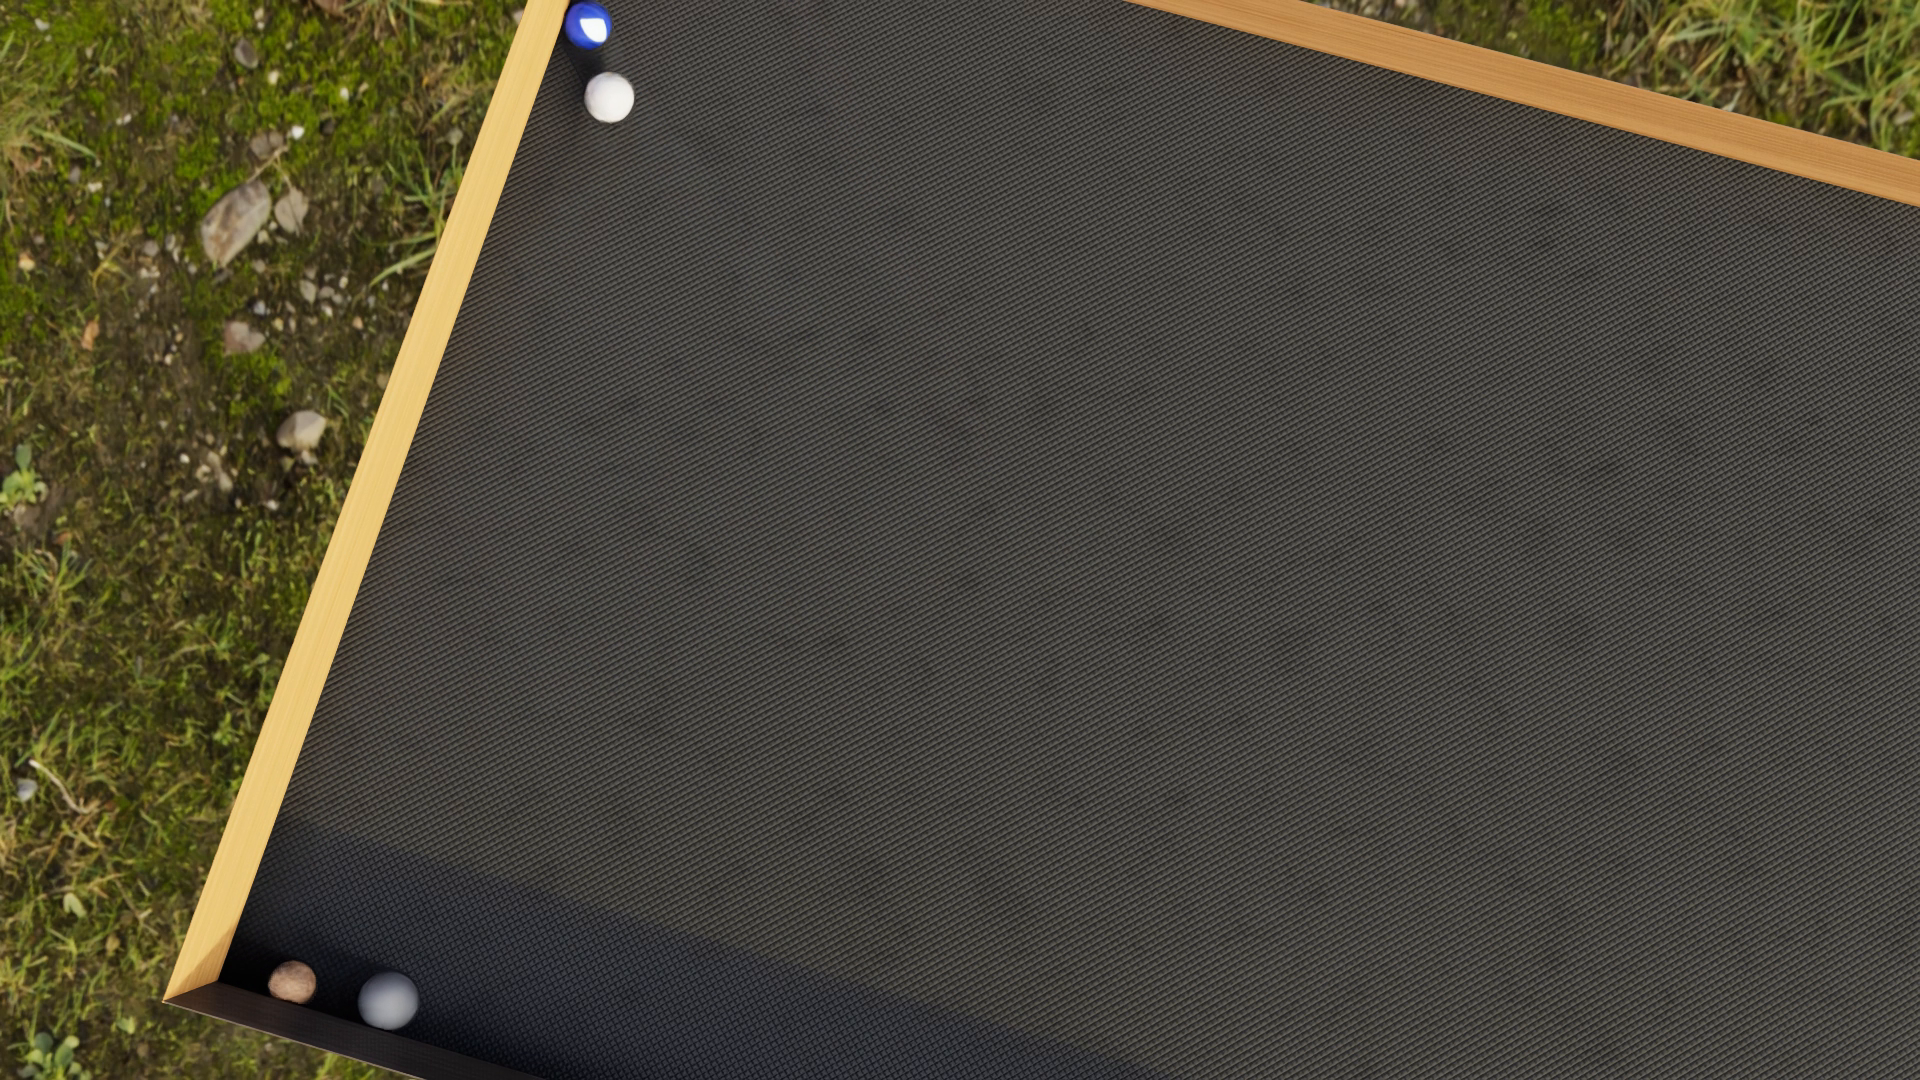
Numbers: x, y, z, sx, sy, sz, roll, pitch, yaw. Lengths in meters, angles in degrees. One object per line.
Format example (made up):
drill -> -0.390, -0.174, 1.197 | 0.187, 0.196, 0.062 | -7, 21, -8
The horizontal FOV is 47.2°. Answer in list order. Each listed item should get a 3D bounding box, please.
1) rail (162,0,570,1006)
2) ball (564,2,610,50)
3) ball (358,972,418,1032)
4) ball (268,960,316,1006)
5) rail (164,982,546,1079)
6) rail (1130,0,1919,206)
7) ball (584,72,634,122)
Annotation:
rail -> -0.833, -0.237, 3.366 | 0.045, 0.114, 1.941 | 16, 77, 4
ball -> -0.599, -0.826, 3.532 | 0.076, 0.076, 0.076 | 0, 76, 0
ball -> -0.822, 0.663, 3.160 | 0.085, 0.085, 0.085 | 0, 76, 0
ball -> -0.964, 0.641, 3.175 | 0.066, 0.066, 0.066 | 0, 76, 0
rail -> 0.595, 1.116, 3.032 | 3.559, 0.114, 0.045 | 16, 77, 4
rail -> 1.116, -0.651, 3.468 | 3.559, 0.114, 0.045 | 16, 77, 4
ball -> -0.559, -0.704, 3.500 | 0.079, 0.079, 0.079 | 0, 76, 0
